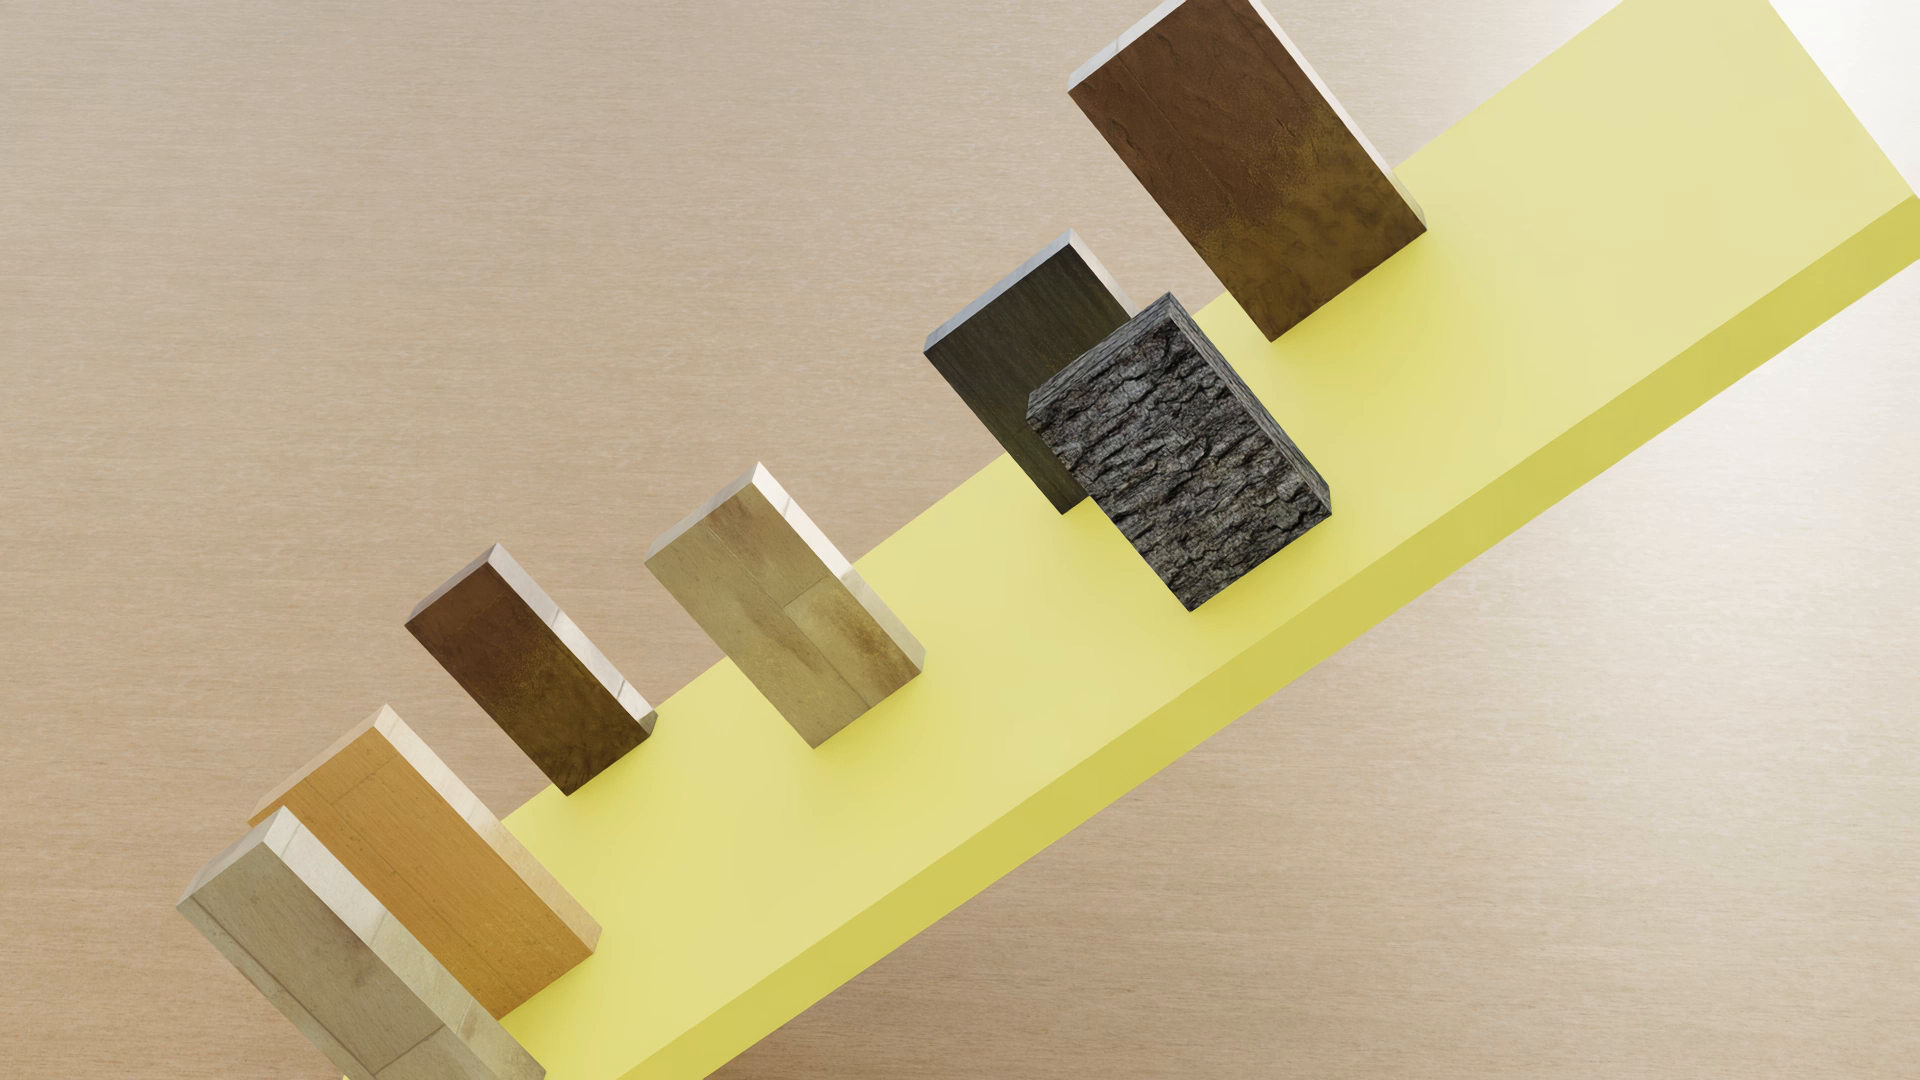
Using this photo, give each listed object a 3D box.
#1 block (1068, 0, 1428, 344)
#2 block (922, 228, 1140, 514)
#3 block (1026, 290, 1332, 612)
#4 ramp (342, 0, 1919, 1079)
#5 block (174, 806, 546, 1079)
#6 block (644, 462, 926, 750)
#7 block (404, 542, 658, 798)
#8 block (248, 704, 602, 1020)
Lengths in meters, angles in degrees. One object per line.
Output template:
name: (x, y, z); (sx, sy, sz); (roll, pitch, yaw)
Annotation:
block: (0.627, -0.845, 6.403); (0.423, 0.722, 0.148); (-36, 16, 18)
block: (0.234, -0.367, 6.474); (0.409, 0.487, 0.110); (-36, 16, 18)
block: (0.410, -0.162, 5.493); (0.332, 0.493, 0.139); (-36, 16, 18)
ramp: (0.121, 0.185, 6.340); (4.000, 0.100, 2.000); (-36, 16, 18)
block: (-1.187, 0.899, 5.864); (0.246, 0.772, 0.143); (-36, 16, 18)
block: (-0.377, 0.146, 6.380); (0.311, 0.565, 0.113); (-36, 16, 18)
block: (-1.083, 0.331, 7.455); (0.290, 0.612, 0.120); (-36, 16, 18)
block: (-1.159, 0.730, 6.395); (0.385, 0.697, 0.105); (-36, 16, 18)
